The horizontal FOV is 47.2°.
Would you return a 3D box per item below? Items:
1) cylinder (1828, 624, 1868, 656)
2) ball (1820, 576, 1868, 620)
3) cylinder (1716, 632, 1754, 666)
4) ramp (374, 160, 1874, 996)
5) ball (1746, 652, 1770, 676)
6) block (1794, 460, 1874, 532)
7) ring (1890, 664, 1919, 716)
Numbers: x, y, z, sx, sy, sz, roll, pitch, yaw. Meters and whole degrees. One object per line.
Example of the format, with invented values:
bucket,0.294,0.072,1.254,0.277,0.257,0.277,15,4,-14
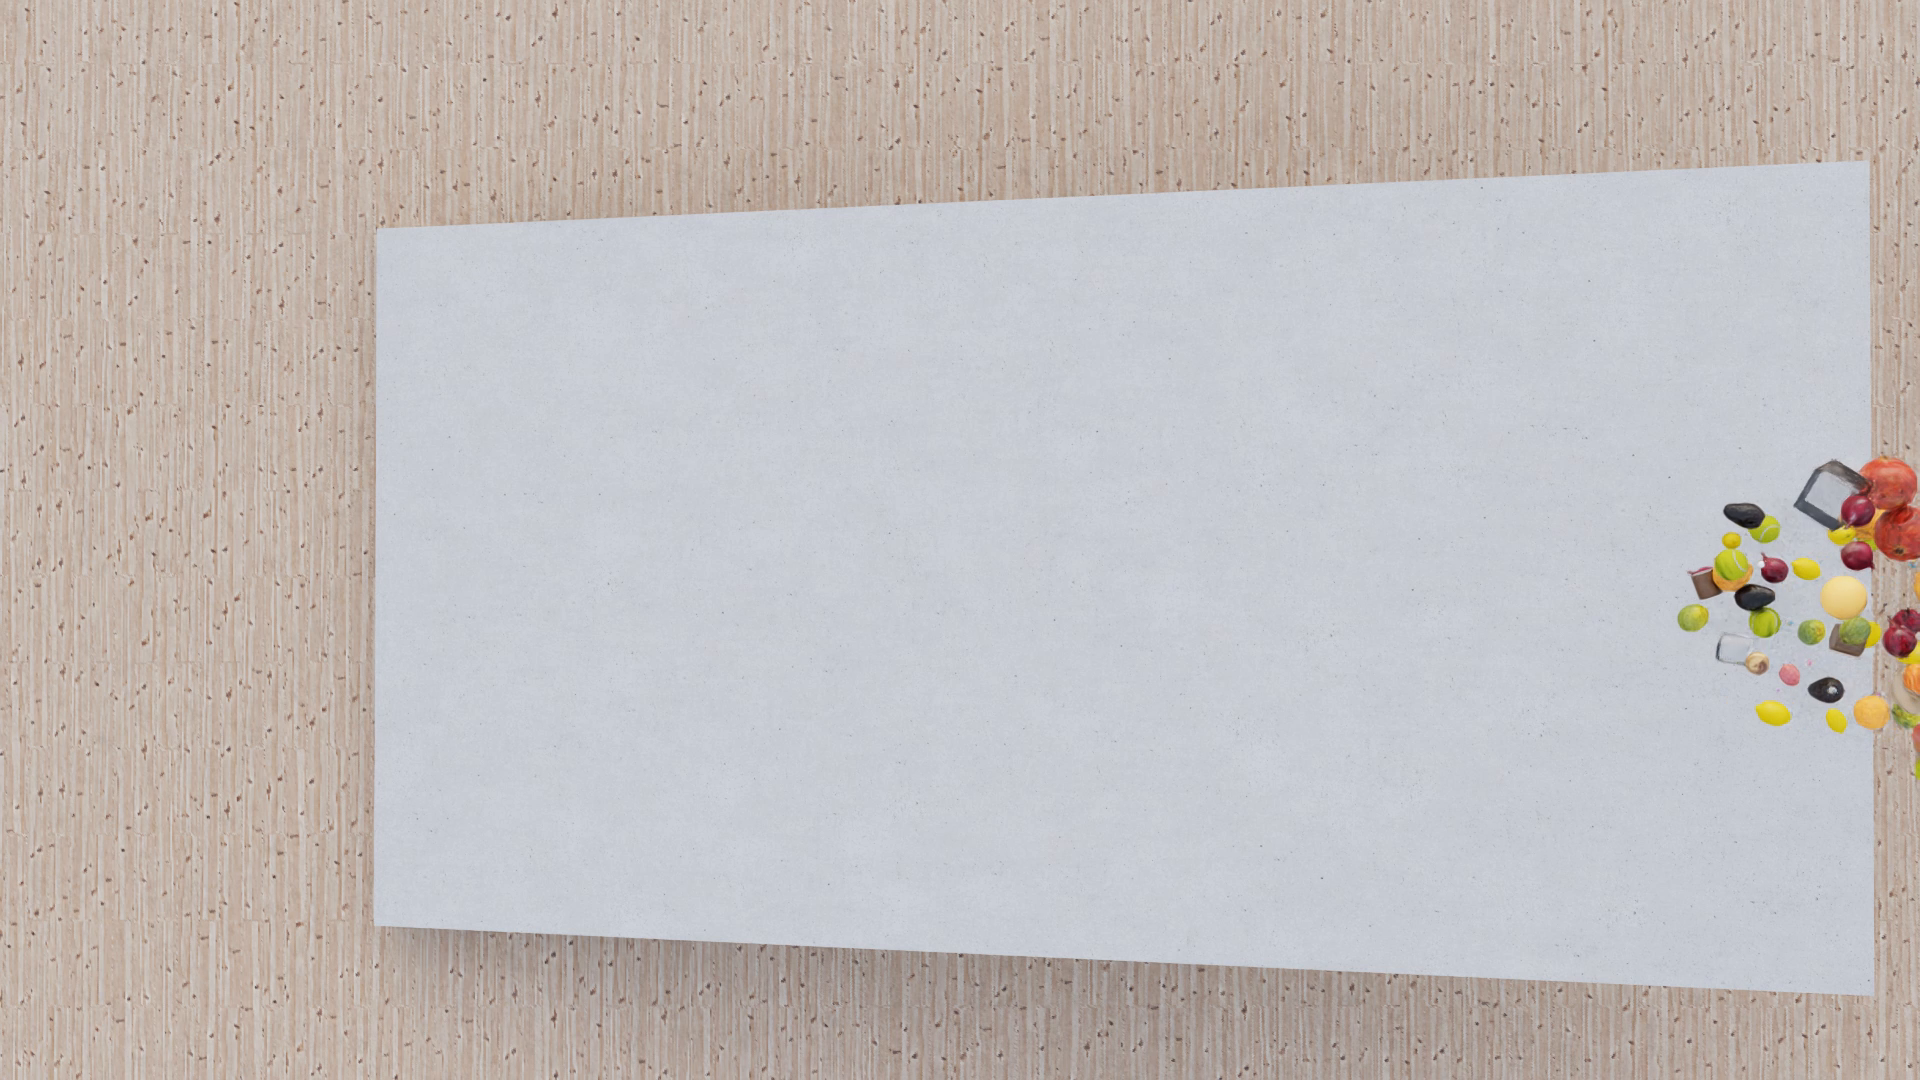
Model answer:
cylinder,1.983,0.224,4.913,0.062,0.062,0.062,16,89,6
ball,1.652,0.108,4.111,0.082,0.082,0.082,0,89,0
cylinder,1.739,0.245,4.936,0.066,0.066,0.066,13,89,29
ramp,0.266,0.097,5.836,4.000,0.100,2.000,0,89,15
ball,1.773,0.274,4.885,0.052,0.052,0.052,0,89,0
block,1.745,-0.090,4.391,0.093,0.093,0.093,39,127,29
ring,1.780,0.277,4.083,0.098,0.033,0.098,-4,73,12
